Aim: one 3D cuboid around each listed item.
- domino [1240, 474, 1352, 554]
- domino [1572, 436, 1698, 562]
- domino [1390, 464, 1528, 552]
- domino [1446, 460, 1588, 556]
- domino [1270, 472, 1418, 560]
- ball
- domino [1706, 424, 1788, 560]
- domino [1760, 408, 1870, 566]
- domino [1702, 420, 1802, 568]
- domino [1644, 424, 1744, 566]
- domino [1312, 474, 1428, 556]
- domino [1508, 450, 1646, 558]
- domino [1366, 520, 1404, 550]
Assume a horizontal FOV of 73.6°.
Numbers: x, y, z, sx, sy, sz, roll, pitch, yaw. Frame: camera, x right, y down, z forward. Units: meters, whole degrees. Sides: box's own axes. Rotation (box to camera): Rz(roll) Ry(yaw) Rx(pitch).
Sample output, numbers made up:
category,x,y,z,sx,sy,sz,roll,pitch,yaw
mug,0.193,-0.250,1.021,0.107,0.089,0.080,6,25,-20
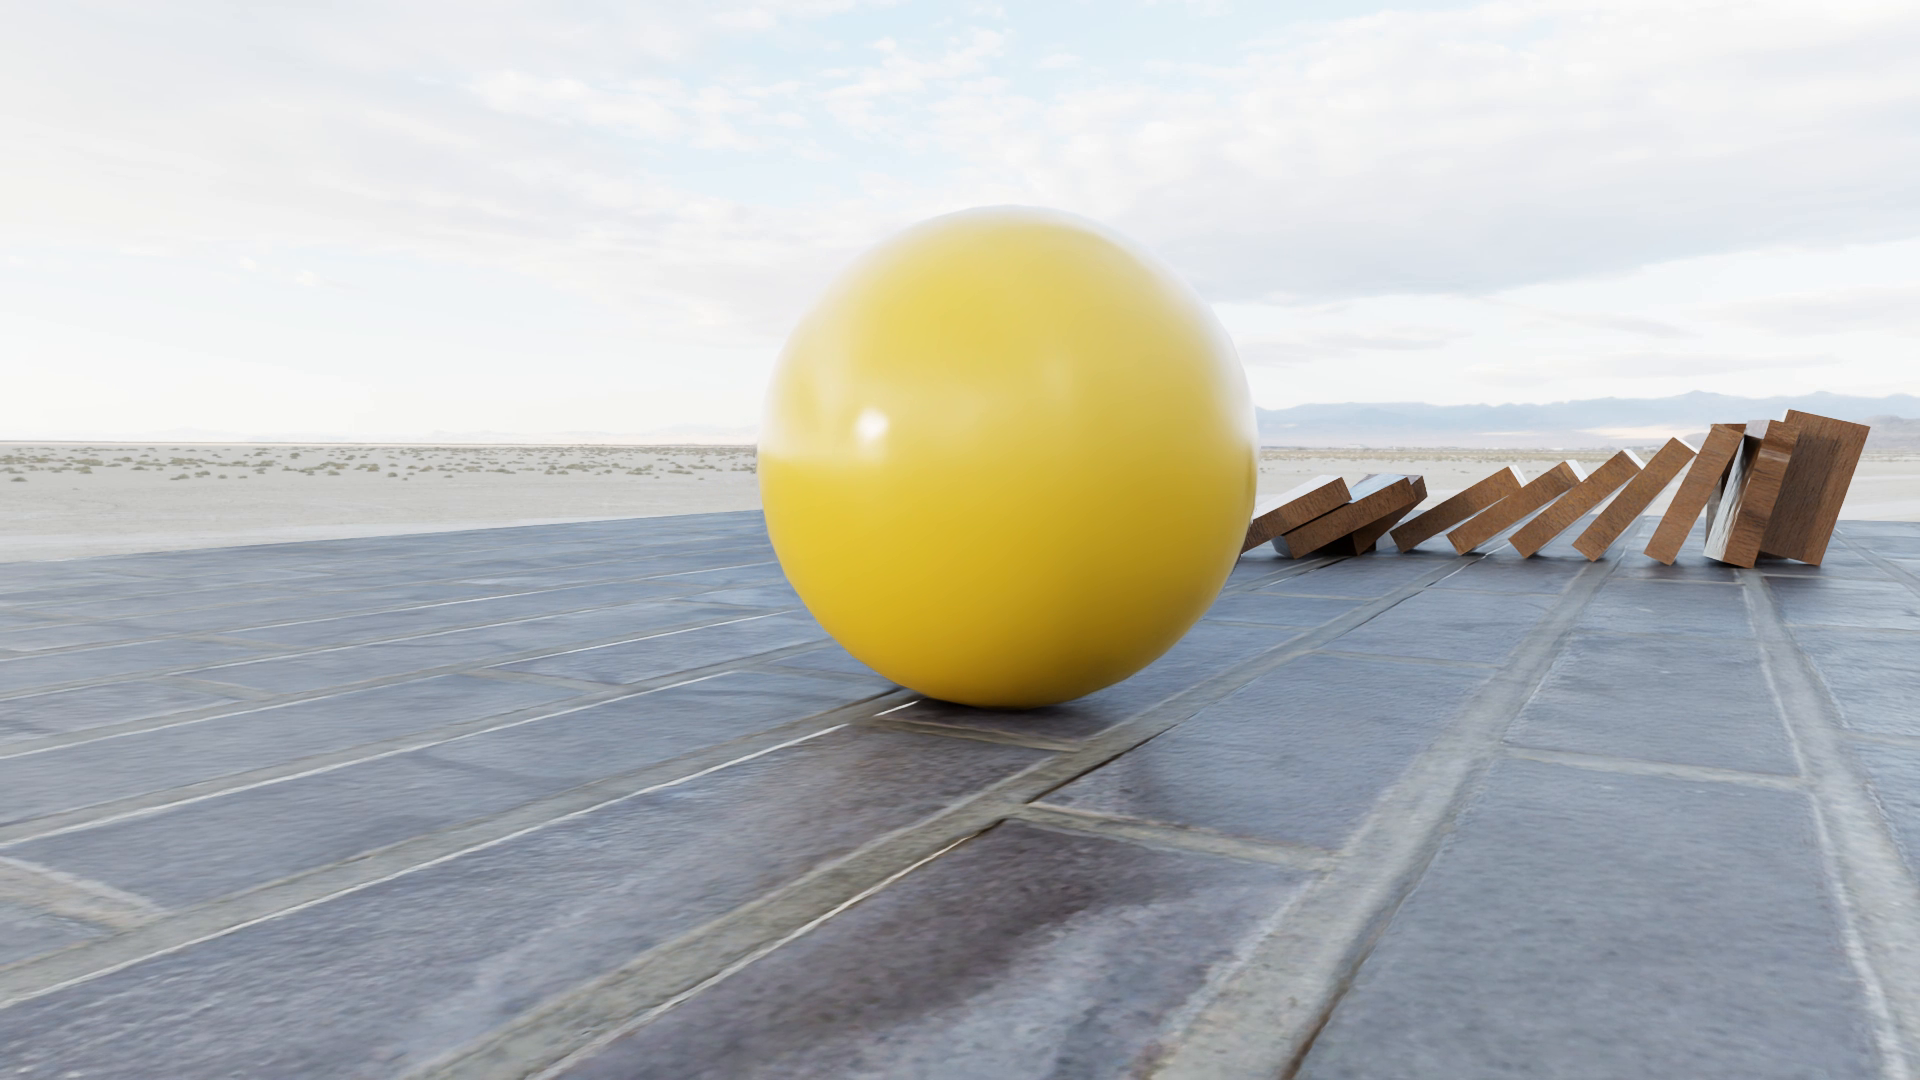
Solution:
category,x,y,z,sx,sy,sz,roll,pitch,yaw
domino,0.120,-0.009,0.484,0.050,0.009,0.025,-26,4,1
domino,0.245,-0.015,0.464,0.009,0.050,0.025,45,25,22
domino,0.194,-0.012,0.500,0.050,0.009,0.025,-34,-13,27
domino,0.212,-0.012,0.487,0.050,0.009,0.025,-38,-17,29
domino,0.143,-0.009,0.483,0.050,0.009,0.025,-26,6,1
ball,0.007,-0.013,0.207,0.080,0.080,0.080,0,4,0
domino,0.294,-0.018,0.477,0.025,0.050,0.009,0,4,3
domino,0.296,-0.019,0.452,0.025,0.050,0.009,18,11,23
domino,0.275,-0.016,0.447,0.009,0.050,0.025,16,9,15
domino,0.260,-0.016,0.454,0.009,0.050,0.025,29,18,27
domino,0.160,-0.011,0.508,0.050,0.009,0.025,-33,22,-31
domino,0.229,-0.013,0.475,0.050,0.010,0.025,-46,-20,27
domino,0.168,-0.002,0.538,0.025,0.009,0.050,3,5,31
